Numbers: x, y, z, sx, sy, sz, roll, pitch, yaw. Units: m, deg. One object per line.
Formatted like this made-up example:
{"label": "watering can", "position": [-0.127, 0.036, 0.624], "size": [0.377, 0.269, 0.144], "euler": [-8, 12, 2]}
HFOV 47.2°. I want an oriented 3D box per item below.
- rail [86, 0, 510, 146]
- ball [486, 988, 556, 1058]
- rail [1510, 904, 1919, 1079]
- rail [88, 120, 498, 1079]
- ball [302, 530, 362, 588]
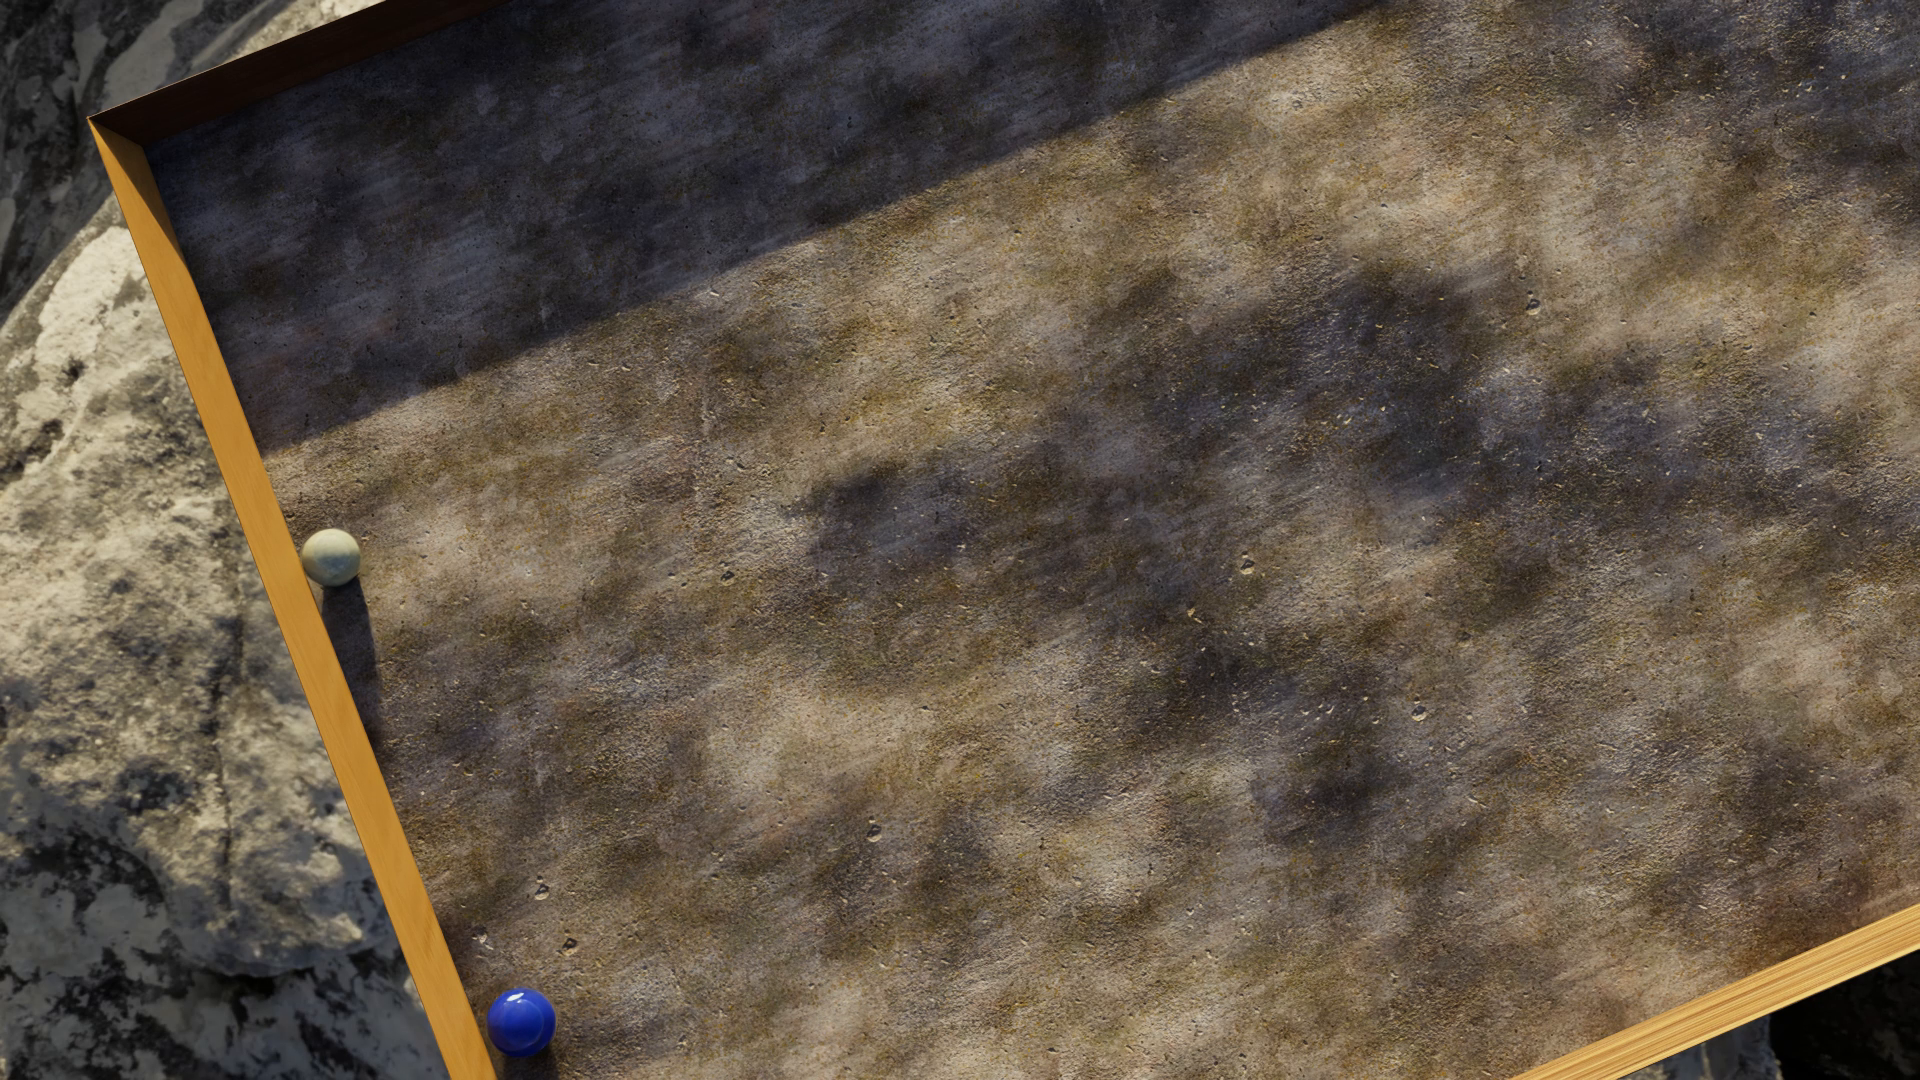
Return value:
{"label": "rail", "position": [0.481, -1.319, 3.388], "size": [3.811, 0.128, 0.045], "euler": [-22, 84, -3]}
{"label": "ball", "position": [-0.631, 0.693, 3.159], "size": [0.098, 0.098, 0.098], "euler": [0, 83, 0]}
{"label": "rail", "position": [1.279, 0.589, 3.156], "size": [3.811, 0.128, 0.045], "euler": [-22, 84, -3]}
{"label": "rail", "position": [-0.858, 0.352, 3.185], "size": [0.045, 0.128, 2.128], "euler": [-22, 84, -3]}
{"label": "ball", "position": [-0.928, 0.027, 3.247], "size": [0.086, 0.086, 0.086], "euler": [0, 83, 0]}
